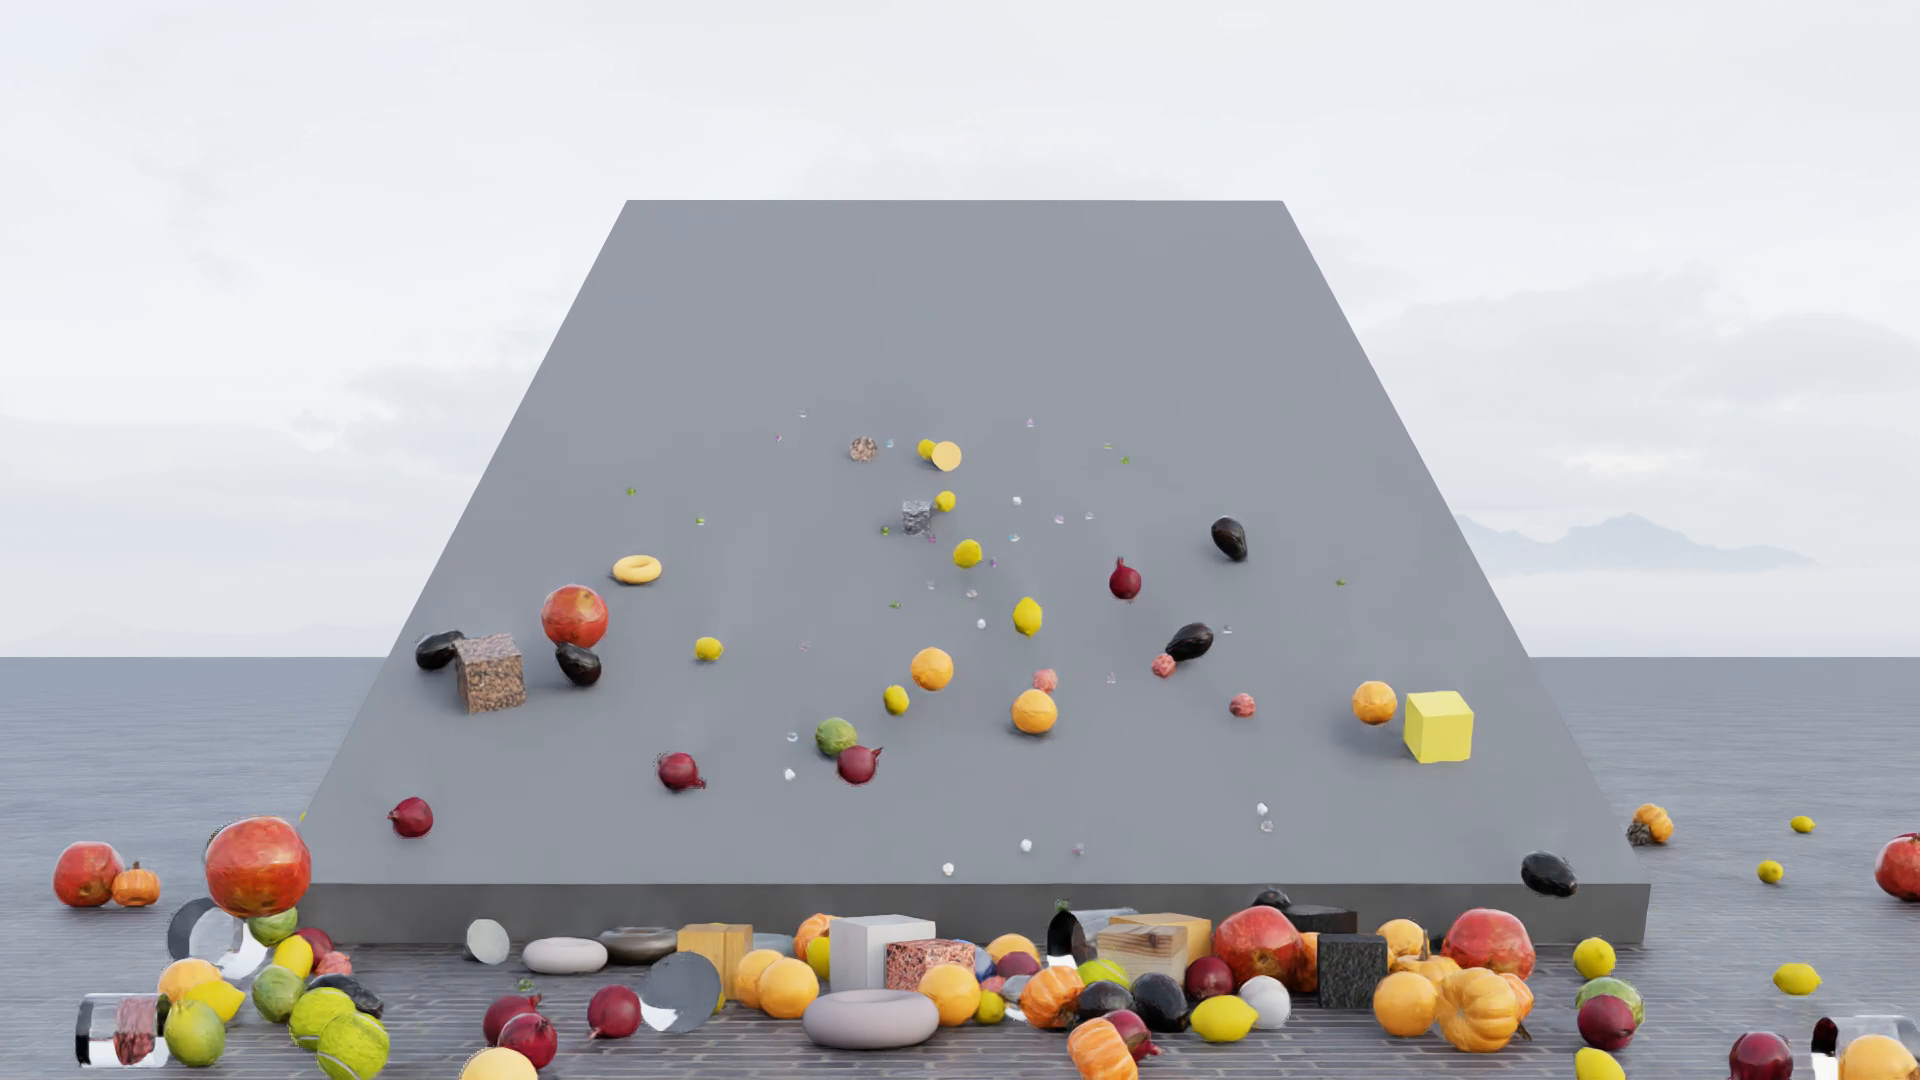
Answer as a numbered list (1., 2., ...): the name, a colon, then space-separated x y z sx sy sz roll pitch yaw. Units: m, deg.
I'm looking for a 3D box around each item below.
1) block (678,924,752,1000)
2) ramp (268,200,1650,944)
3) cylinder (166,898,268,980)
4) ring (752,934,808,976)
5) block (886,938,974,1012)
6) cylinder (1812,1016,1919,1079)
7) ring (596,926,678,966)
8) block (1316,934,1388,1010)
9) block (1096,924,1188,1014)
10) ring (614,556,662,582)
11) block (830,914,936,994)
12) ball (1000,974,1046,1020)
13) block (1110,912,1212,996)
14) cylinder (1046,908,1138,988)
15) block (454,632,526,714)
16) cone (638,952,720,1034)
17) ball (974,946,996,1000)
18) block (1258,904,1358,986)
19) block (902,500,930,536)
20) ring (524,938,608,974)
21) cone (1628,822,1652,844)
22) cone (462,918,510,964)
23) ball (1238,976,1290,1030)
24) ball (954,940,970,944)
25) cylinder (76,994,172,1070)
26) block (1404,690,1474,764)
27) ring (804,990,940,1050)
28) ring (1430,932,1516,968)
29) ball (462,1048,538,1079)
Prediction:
1. block: -0.304 0.524 2.868 0.082 0.082 0.082 0 -3 2
2. ramp: -0.007 -0.224 5.200 2.000 0.100 4.000 0 23 0
3. cylinder: -0.955 0.514 2.968 0.092 0.092 0.092 -1 -18 11
4. ring: -0.272 0.553 3.075 0.139 0.046 0.139 1 -4 0
5. block: -0.035 0.523 2.773 0.075 0.075 0.075 2 -4 -40
6. cylinder: 0.871 0.496 2.213 0.076 0.076 0.076 -1 -3 -4
7. ring: -0.441 0.560 3.178 0.129 0.043 0.129 1 -3 0
8. block: 0.474 0.522 2.787 0.080 0.080 0.080 0 -3 6
9. block: 0.221 0.516 2.781 0.091 0.091 0.091 -1 -3 17
10. ring: -0.609 0.055 4.357 0.092 0.031 0.092 0 21 0
11. block: -0.096 0.517 2.842 0.095 0.095 0.095 2 -3 -31
12. ball: 0.072 0.529 2.667 0.053 0.053 0.053 0 -3 0
13. block: 0.251 0.521 2.888 0.092 0.092 0.092 1 -3 -26
14. cylinder: 0.177 0.522 2.958 0.096 0.096 0.096 2 -3 -30
15. block: -0.789 0.224 3.867 0.094 0.094 0.094 -9 24 -21
16. cone: -0.306 0.533 2.635 0.097 0.097 0.097 -1 -30 13
17. ball: 0.012 0.531 2.827 0.066 0.066 0.066 0 -3 0
18. block: 0.453 0.527 2.999 0.090 0.090 0.090 2 -3 -30
19. block: -0.086 -0.042 4.563 0.054 0.054 0.054 0 23 0
20. ring: -0.528 0.558 3.088 0.112 0.037 0.112 2 -2 0
21. cone: 1.508 0.661 5.096 0.053 0.053 0.053 -2 -36 30
22. cone: -0.667 0.565 3.171 0.067 0.067 0.067 3 -31 -48
23. ball: 0.344 0.523 2.608 0.060 0.060 0.060 0 -3 0
24. ball: -0.002 0.534 2.891 0.065 0.065 0.065 0 -3 0
25. cylinder: -0.857 0.504 2.364 0.076 0.076 0.076 0 -3 -3
26. block: 0.769 0.300 3.705 0.083 0.083 0.083 -3 23 -8
27. ring: -0.097 0.525 2.525 0.150 0.050 0.150 -1 -3 0
28. ring: 0.700 0.560 3.149 0.116 0.039 0.116 1 -3 0
29. ball: -0.415 0.493 2.075 0.070 0.070 0.070 0 -3 0
